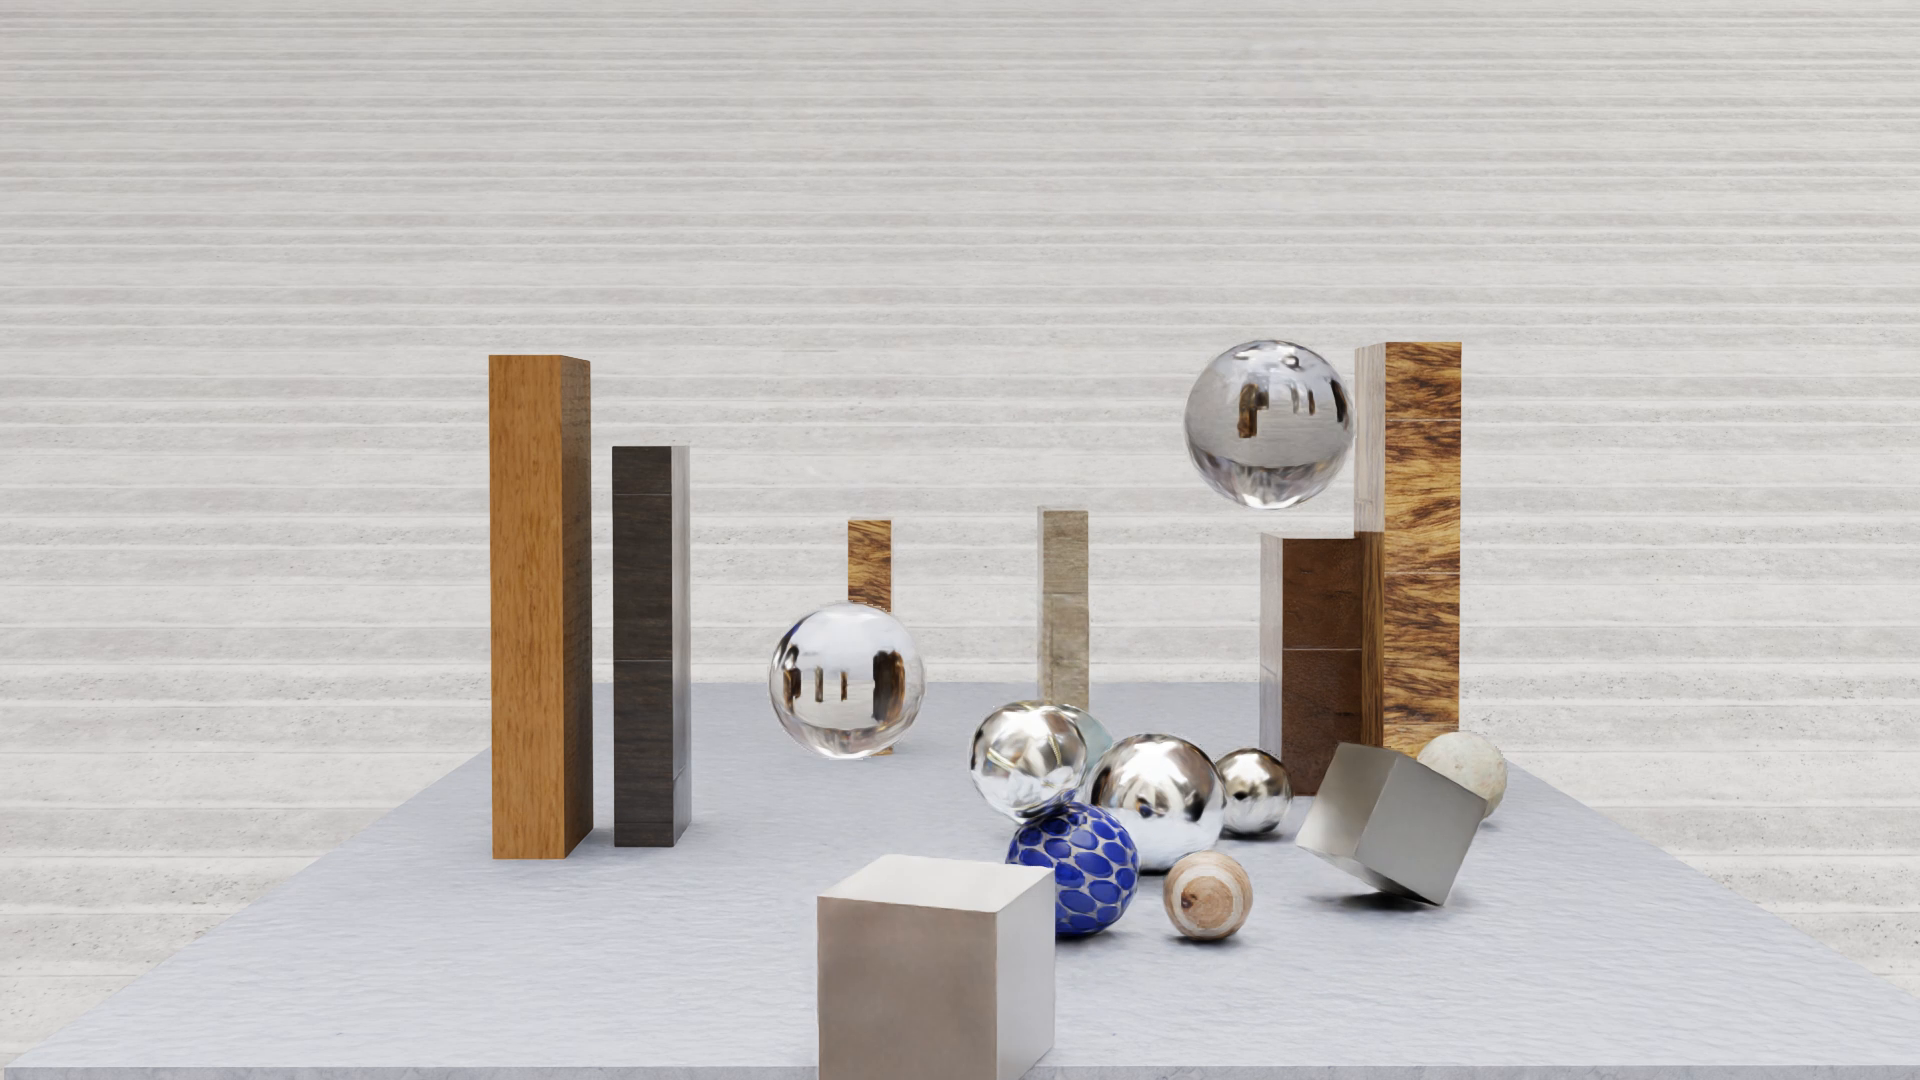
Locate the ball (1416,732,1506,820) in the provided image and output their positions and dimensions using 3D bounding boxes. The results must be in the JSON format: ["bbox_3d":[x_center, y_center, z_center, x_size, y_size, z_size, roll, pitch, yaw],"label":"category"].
[{"bbox_3d":[0.798,0.382,4.117,0.149,0.149,0.149,0,24,0],"label":"ball"}]

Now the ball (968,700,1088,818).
[{"bbox_3d":[0.084,0.268,3.152,0.146,0.146,0.146,0,24,0],"label":"ball"}]

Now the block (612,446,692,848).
[{"bbox_3d":[-0.479,0.157,4.024,0.090,0.607,0.271,0,2,0],"label":"block"}]

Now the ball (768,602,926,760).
[{"bbox_3d":[-0.128,0.159,2.921,0.177,0.177,0.177,0,24,0],"label":"ball"}]

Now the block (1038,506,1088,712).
[{"bbox_3d":[0.190,0.185,4.802,0.080,0.489,0.352,0,2,0],"label":"block"}]

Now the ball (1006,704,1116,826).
[{"bbox_3d":[0.148,0.358,4.014,0.206,0.206,0.206,0,24,0],"label":"ball"}]

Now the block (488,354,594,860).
[{"bbox_3d":[-0.636,0.094,3.928,0.106,0.741,0.305,0,2,0],"label":"block"}]

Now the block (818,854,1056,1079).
[{"bbox_3d":[-0.021,0.427,2.544,0.182,0.182,0.182,2,7,20],"label":"block"}]

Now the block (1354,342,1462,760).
[{"bbox_3d":[0.756,0.058,4.378,0.124,0.775,0.327,0,2,0],"label":"block"}]

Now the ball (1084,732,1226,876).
[{"bbox_3d":[0.276,0.374,3.651,0.202,0.202,0.202,0,24,0],"label":"ball"}]

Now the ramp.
[{"bbox_3d":[0.054,0.490,4.542,2.000,0.100,4.000,0,2,0],"label":"ramp"}]

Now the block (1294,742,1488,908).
[{"bbox_3d":[0.573,0.377,3.428,0.153,0.153,0.153,29,-10,-19],"label":"block"}]

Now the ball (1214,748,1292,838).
[{"bbox_3d":[0.448,0.392,4.000,0.137,0.137,0.137,0,24,0],"label":"ball"}]

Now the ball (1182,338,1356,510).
[{"bbox_3d":[0.338,-0.126,2.815,0.187,0.187,0.187,0,24,0],"label":"ball"}]

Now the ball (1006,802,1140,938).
[{"bbox_3d":[0.139,0.409,3.197,0.167,0.167,0.167,0,24,0],"label":"ball"}]

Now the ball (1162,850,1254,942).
[{"bbox_3d":[0.305,0.438,3.169,0.111,0.111,0.111,0,24,0],"label":"ball"}]

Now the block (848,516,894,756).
[{"bbox_3d":[-0.176,0.186,5.148,0.084,0.459,0.255,0,2,0],"label":"block"}]

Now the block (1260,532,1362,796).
[{"bbox_3d":[0.630,0.214,4.612,0.148,0.446,0.326,0,2,0],"label":"block"}]
